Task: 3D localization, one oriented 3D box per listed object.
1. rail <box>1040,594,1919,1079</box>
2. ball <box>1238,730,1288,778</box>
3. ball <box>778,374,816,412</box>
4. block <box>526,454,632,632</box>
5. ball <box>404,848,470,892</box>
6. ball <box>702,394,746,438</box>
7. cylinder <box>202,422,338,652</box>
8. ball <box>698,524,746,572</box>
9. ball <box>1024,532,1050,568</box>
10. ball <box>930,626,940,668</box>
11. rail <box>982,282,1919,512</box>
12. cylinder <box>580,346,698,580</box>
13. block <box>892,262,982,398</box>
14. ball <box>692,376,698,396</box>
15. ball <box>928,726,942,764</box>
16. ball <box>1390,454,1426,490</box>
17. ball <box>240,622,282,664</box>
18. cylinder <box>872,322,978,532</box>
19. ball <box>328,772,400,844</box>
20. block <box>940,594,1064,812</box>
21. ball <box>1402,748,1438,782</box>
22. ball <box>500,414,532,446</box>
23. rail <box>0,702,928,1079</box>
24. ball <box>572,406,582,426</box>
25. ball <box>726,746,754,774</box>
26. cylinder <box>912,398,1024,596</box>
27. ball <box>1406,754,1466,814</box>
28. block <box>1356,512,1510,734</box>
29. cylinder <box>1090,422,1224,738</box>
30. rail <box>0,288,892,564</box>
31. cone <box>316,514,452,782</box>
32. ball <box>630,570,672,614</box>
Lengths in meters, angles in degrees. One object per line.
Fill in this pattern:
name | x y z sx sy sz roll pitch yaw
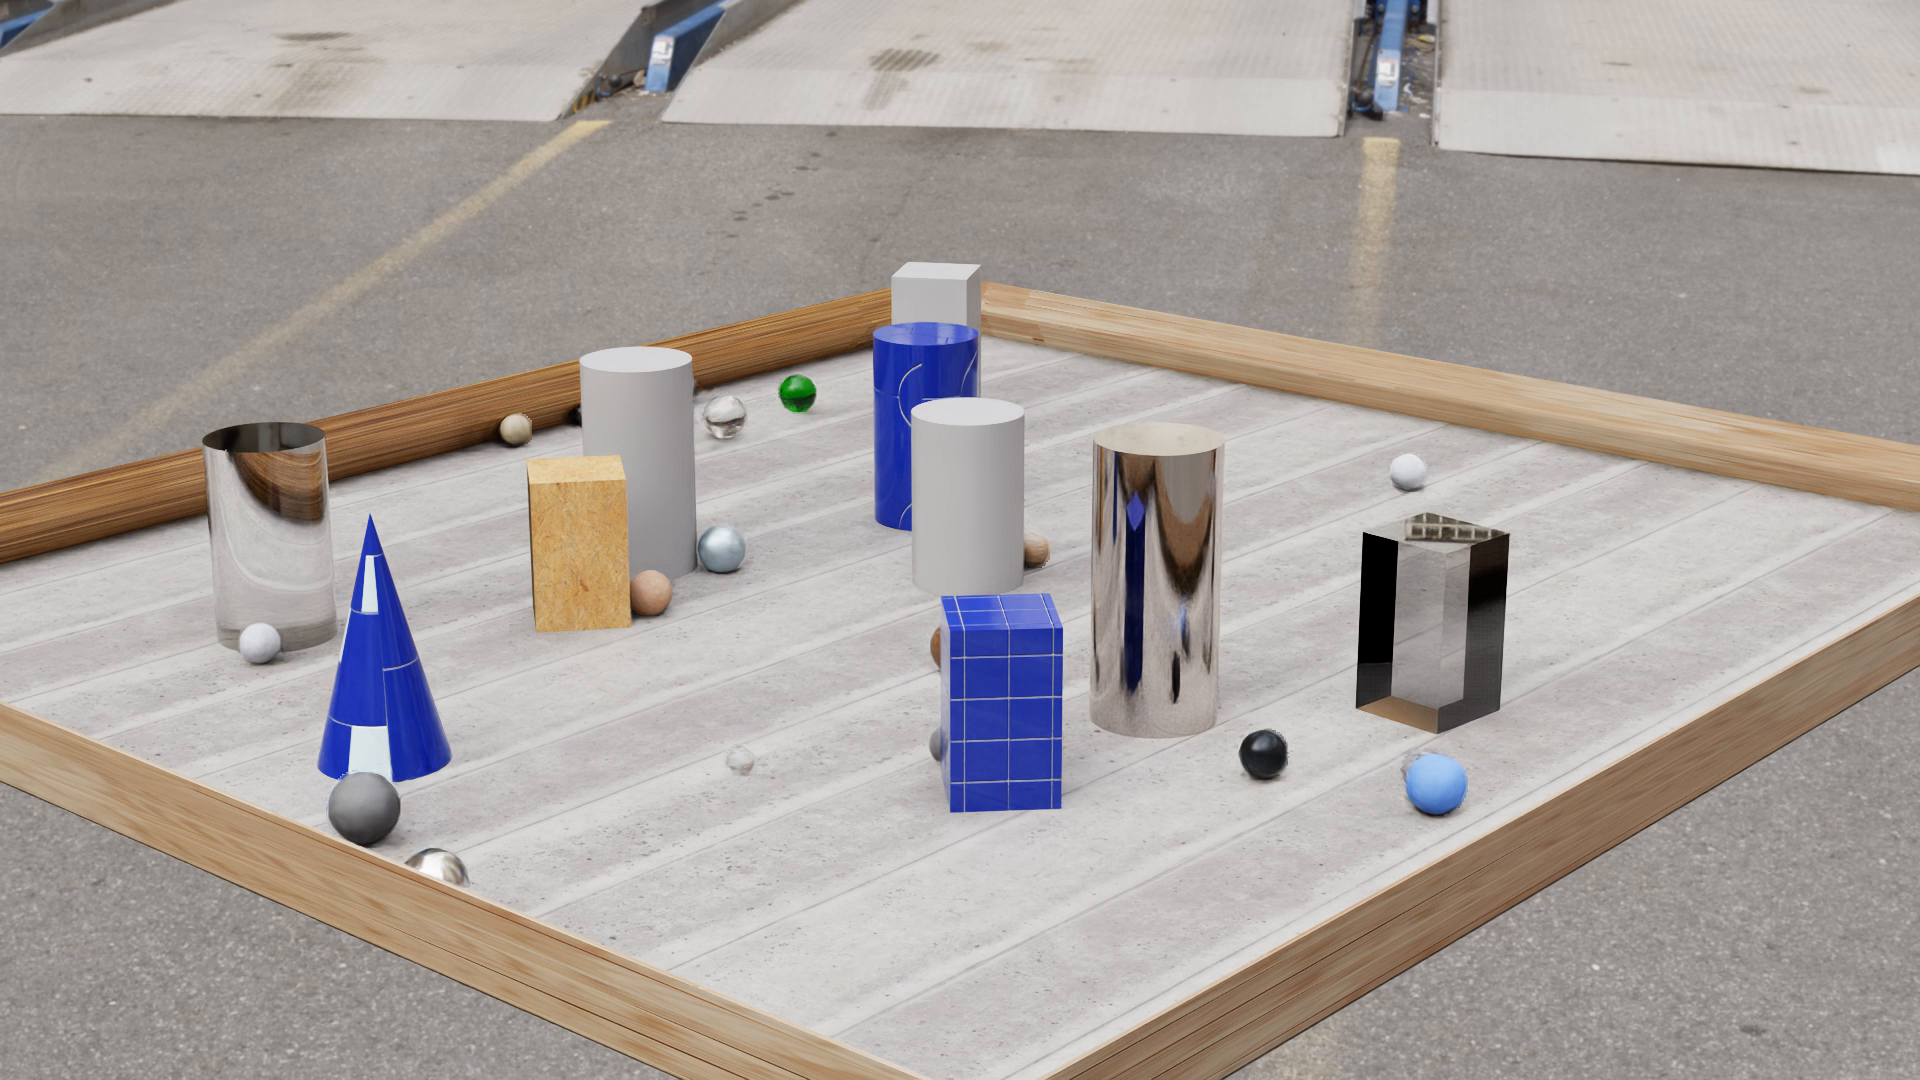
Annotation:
rail | 1.062 0.298 4.237 0.045 0.129 3.192 14 22 39
ball | 0.444 0.313 4.292 0.071 0.071 0.071 0 17 0
ball | -0.352 -0.318 6.367 0.082 0.082 0.082 0 17 0
block | -0.649 0.005 4.987 0.159 0.260 0.159 -3 17 -10
ball | -0.684 0.447 3.810 0.093 0.093 0.093 0 17 0
ball | -0.494 -0.259 6.156 0.092 0.092 0.092 0 17 0
cylinder | -1.147 -0.006 4.880 0.199 0.342 0.199 0 17 0
ball | -0.427 0.014 5.257 0.086 0.086 0.086 0 17 0
ball | 0.129 0.018 5.284 0.065 0.065 0.065 0 17 0
ball | -0.006 0.173 4.732 0.086 0.086 0.086 0 17 0
rail | 1.031 -0.310 6.257 2.861 0.129 0.045 14 22 39
cylinder | -0.574 -0.136 5.244 0.199 0.383 0.199 0 17 0
block | -0.049 -0.399 6.186 0.159 0.343 0.159 3 17 11
ball | -0.613 -0.333 6.434 0.073 0.073 0.073 0 17 0
ball | -0.015 0.303 4.342 0.062 0.062 0.062 0 17 0
ball | 0.882 -0.134 5.775 0.072 0.072 0.072 0 17 0
ball | -1.141 0.168 4.783 0.066 0.066 0.066 0 17 0
cylinder | -0.064 -0.216 5.549 0.199 0.358 0.199 0 17 0
ball | -0.824 0.370 4.054 0.099 0.099 0.099 0 17 0
block | 0.058 0.232 4.211 0.159 0.272 0.159 -1 17 -5
ball | 0.671 0.332 4.240 0.064 0.064 0.064 0 17 0
ball | -0.926 -0.229 6.101 0.066 0.066 0.066 0 17 0
rail | -1.031 0.375 3.983 2.861 0.129 0.045 14 22 39
ball | -0.808 -0.267 6.266 0.043 0.043 0.043 0 17 0
ball | -0.323 0.324 4.308 0.041 0.041 0.041 0 17 0
cylinder | 0.014 -0.077 5.173 0.199 0.309 0.199 0 17 0
ball | 0.675 0.346 4.159 0.085 0.085 0.085 0 17 0
block | 0.730 0.126 4.535 0.159 0.288 0.159 -15 23 -41
cylinder | 0.300 0.060 4.483 0.199 0.445 0.199 0 17 0
rail | -1.062 -0.234 6.003 0.045 0.129 3.192 14 22 39
cone | -0.857 0.143 4.315 0.199 0.384 0.199 0 17 0
ball | -0.531 0.090 5.023 0.077 0.077 0.077 0 17 0
